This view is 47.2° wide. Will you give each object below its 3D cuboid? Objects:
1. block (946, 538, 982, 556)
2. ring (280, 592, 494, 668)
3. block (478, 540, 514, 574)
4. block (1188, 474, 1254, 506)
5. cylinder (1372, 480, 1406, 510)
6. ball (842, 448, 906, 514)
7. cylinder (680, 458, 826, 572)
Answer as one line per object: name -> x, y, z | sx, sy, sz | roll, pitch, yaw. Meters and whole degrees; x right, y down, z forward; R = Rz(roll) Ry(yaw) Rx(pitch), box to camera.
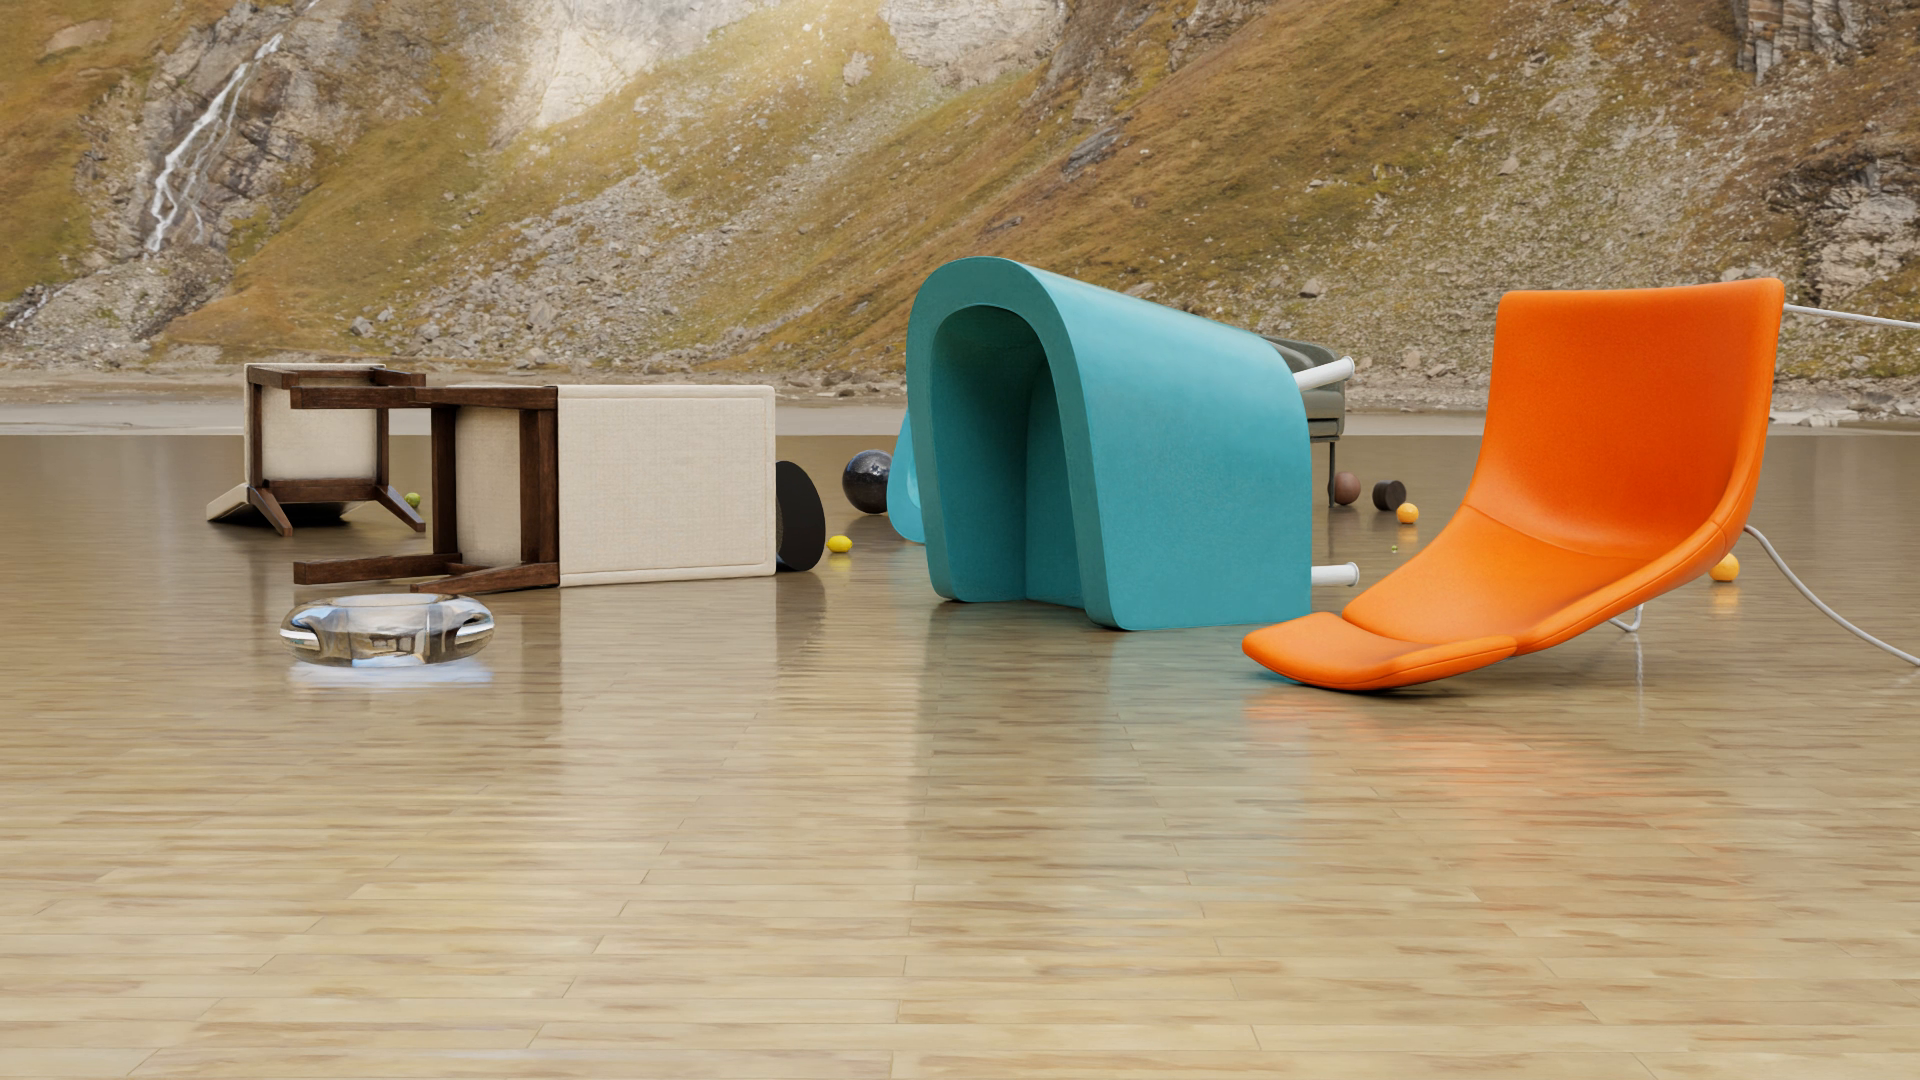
block -> 0.013, 0.018, 5.970 | 0.060, 0.042, 0.085 | 3, 5, 35
ring -> -0.955, 0.148, 3.672 | 0.348, 0.099, 0.394 | -2, 4, -20
block -> -1.133, 0.043, 5.365 | 0.064, 0.077, 0.072 | 1, 4, 8
block -> 1.024, -0.198, 8.621 | 0.209, 0.111, 0.153 | -1, 4, -19
cylinder -> 1.584, -0.164, 8.112 | 0.113, 0.111, 0.063 | -40, 25, -28
ball -> -0.307, -0.209, 7.884 | 0.234, 0.234, 0.234 | 0, 4, 0
cylinder -> -0.518, -0.066, 5.499 | 0.308, 0.289, 0.191 | 4, 30, 44
